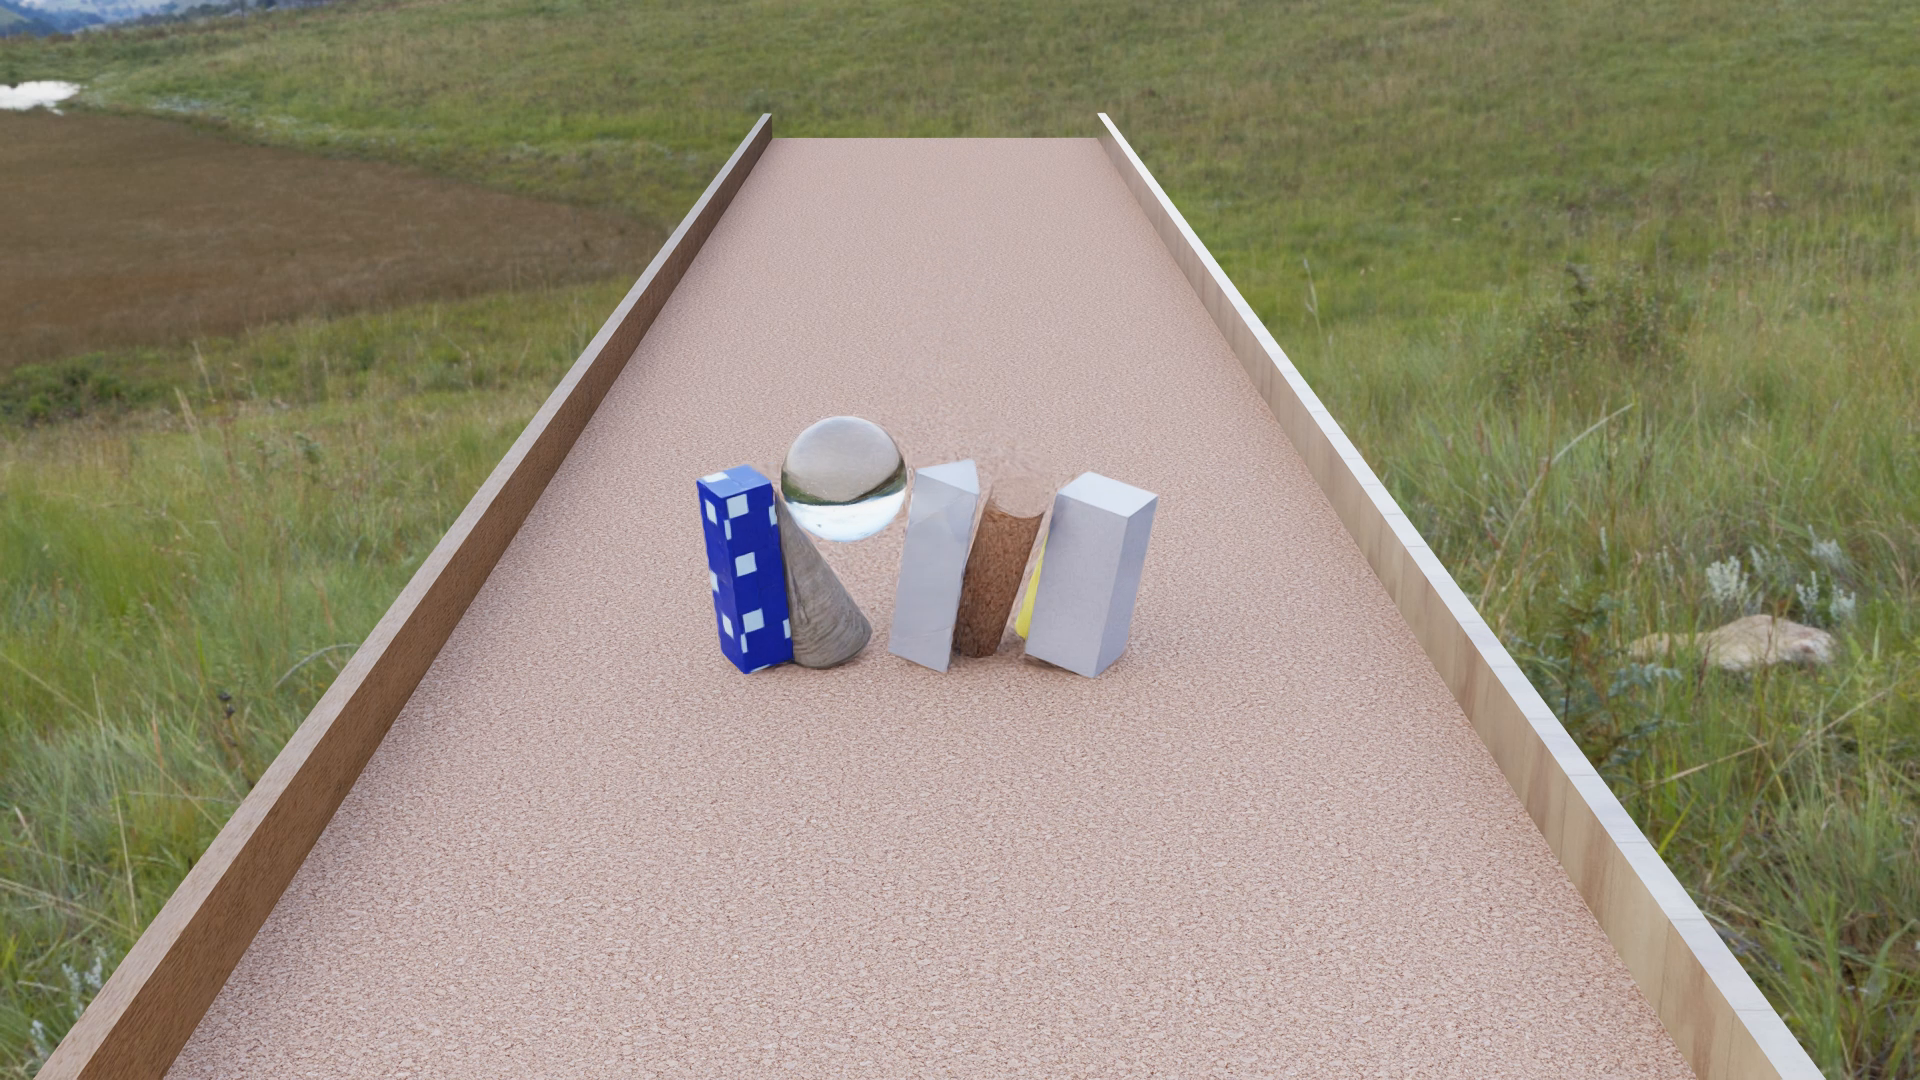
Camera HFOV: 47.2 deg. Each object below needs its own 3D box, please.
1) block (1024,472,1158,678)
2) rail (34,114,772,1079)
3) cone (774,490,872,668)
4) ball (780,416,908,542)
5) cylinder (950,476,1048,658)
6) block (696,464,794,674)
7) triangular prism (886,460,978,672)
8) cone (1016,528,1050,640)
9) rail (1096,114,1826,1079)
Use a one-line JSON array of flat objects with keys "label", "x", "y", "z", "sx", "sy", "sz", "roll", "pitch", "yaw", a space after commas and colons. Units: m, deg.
[{"label": "block", "x": 0.258, "y": 0.068, "z": 4.331, "sx": 0.152, "sy": 0.351, "sz": 0.152, "roll": 20, "pitch": 26, "yaw": 21}, {"label": "rail", "x": -1.118, "y": -0.838, "z": 7.780, "sx": 0.050, "sy": 0.150, "sz": 12.000, "roll": 0, "pitch": 17, "yaw": -1}, {"label": "cone", "x": -0.309, "y": 0.052, "z": 4.320, "sx": 0.176, "sy": 0.377, "sz": 0.176, "roll": -12, "pitch": 34, "yaw": 8}, {"label": "ball", "x": -0.226, "y": -0.119, "z": 4.288, "sx": 0.247, "sy": 0.247, "sz": 0.247, "roll": 0, "pitch": 17, "yaw": 0}, {"label": "cylinder", "x": 0.068, "y": 0.057, "z": 4.319, "sx": 0.113, "sy": 0.410, "sz": 0.113, "roll": 9, "pitch": 45, "yaw": -9}, {"label": "block", "x": -0.419, "y": 0.059, "z": 4.311, "sx": 0.108, "sy": 0.387, "sz": 0.108, "roll": -19, "pitch": 30, "yaw": -25}, {"label": "triangular prism", "x": -0.033, "y": 0.043, "z": 4.303, "sx": 0.130, "sy": 0.413, "sz": 0.113, "roll": 21, "pitch": 32, "yaw": 17}, {"label": "cone", "x": 0.192, "y": 0.047, "z": 4.495, "sx": 0.133, "sy": 0.307, "sz": 0.133, "roll": 4, "pitch": 26, "yaw": -2}, {"label": "rail", "x": 0.932, "y": -0.844, "z": 7.801, "sx": 0.050, "sy": 0.150, "sz": 12.000, "roll": 0, "pitch": 17, "yaw": -1}]
